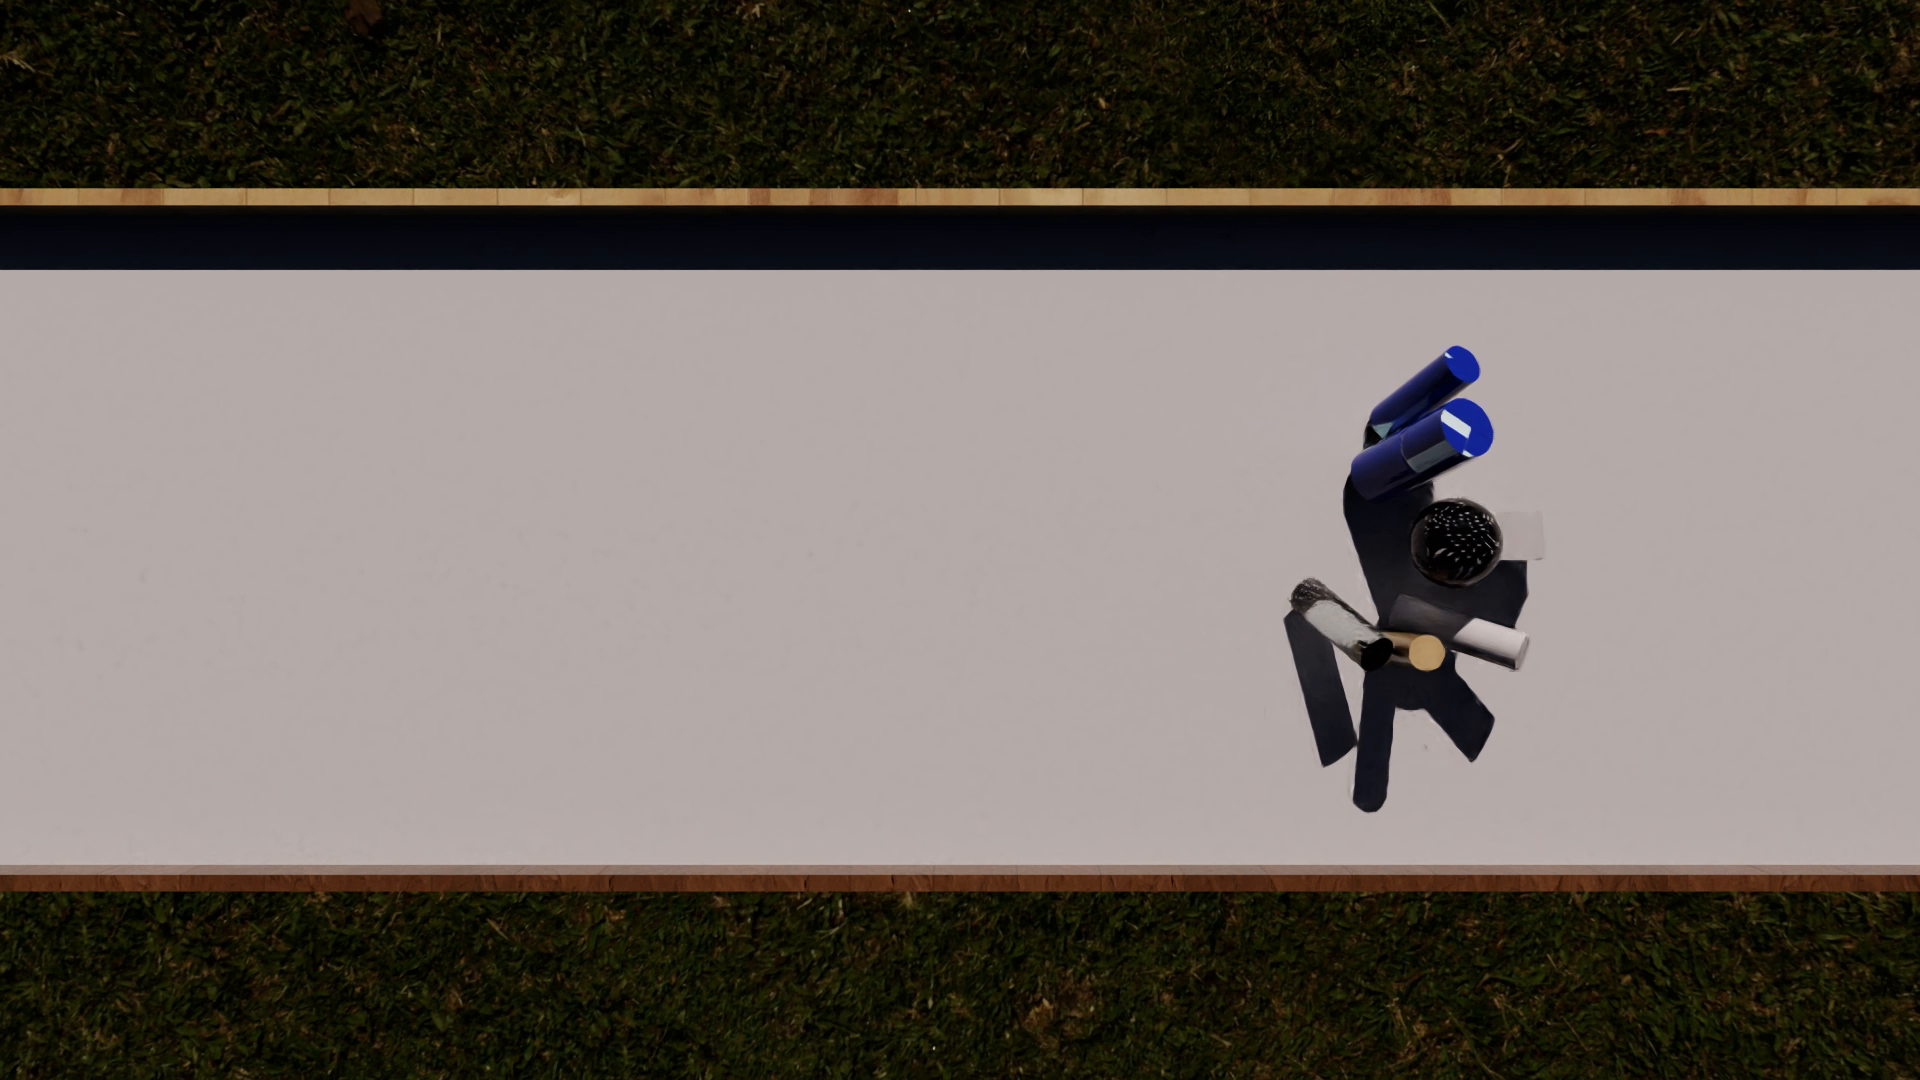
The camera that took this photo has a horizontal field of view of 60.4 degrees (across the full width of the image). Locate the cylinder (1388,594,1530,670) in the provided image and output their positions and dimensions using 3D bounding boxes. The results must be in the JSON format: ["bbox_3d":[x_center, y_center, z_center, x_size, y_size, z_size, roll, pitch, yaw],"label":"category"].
[{"bbox_3d":[1.487,0.274,4.923,0.389,0.114,0.114,19,90,31],"label":"cylinder"}]

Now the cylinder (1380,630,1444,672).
[{"bbox_3d":[1.312,0.323,4.869,0.104,0.411,0.104,0,89,-2],"label":"cylinder"}]

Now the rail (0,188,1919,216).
[{"bbox_3d":[-2.247,-1.025,5.002,12.000,0.150,0.050,0,90,0],"label":"rail"}]

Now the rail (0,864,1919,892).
[{"bbox_3d":[-2.247,1.025,5.001,12.000,0.150,0.050,0,90,0],"label":"rail"}]

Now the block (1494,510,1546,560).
[{"bbox_3d":[1.586,-0.009,4.958,0.318,0.143,0.143,-3,90,19],"label":"block"}]

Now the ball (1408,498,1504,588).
[{"bbox_3d":[1.440,0.008,4.793,0.264,0.264,0.264,0,90,0],"label":"ball"}]

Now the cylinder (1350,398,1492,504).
[{"bbox_3d":[1.348,-0.254,4.840,0.175,0.441,0.175,7,71,-20],"label":"cylinder"}]

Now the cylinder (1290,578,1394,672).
[{"bbox_3d":[1.133,0.249,4.912,0.116,0.339,0.116,-16,127,-22],"label":"cylinder"}]

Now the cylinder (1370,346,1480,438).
[{"bbox_3d":[1.375,-0.431,4.894,0.122,0.360,0.122,11,61,-21],"label":"cylinder"}]
